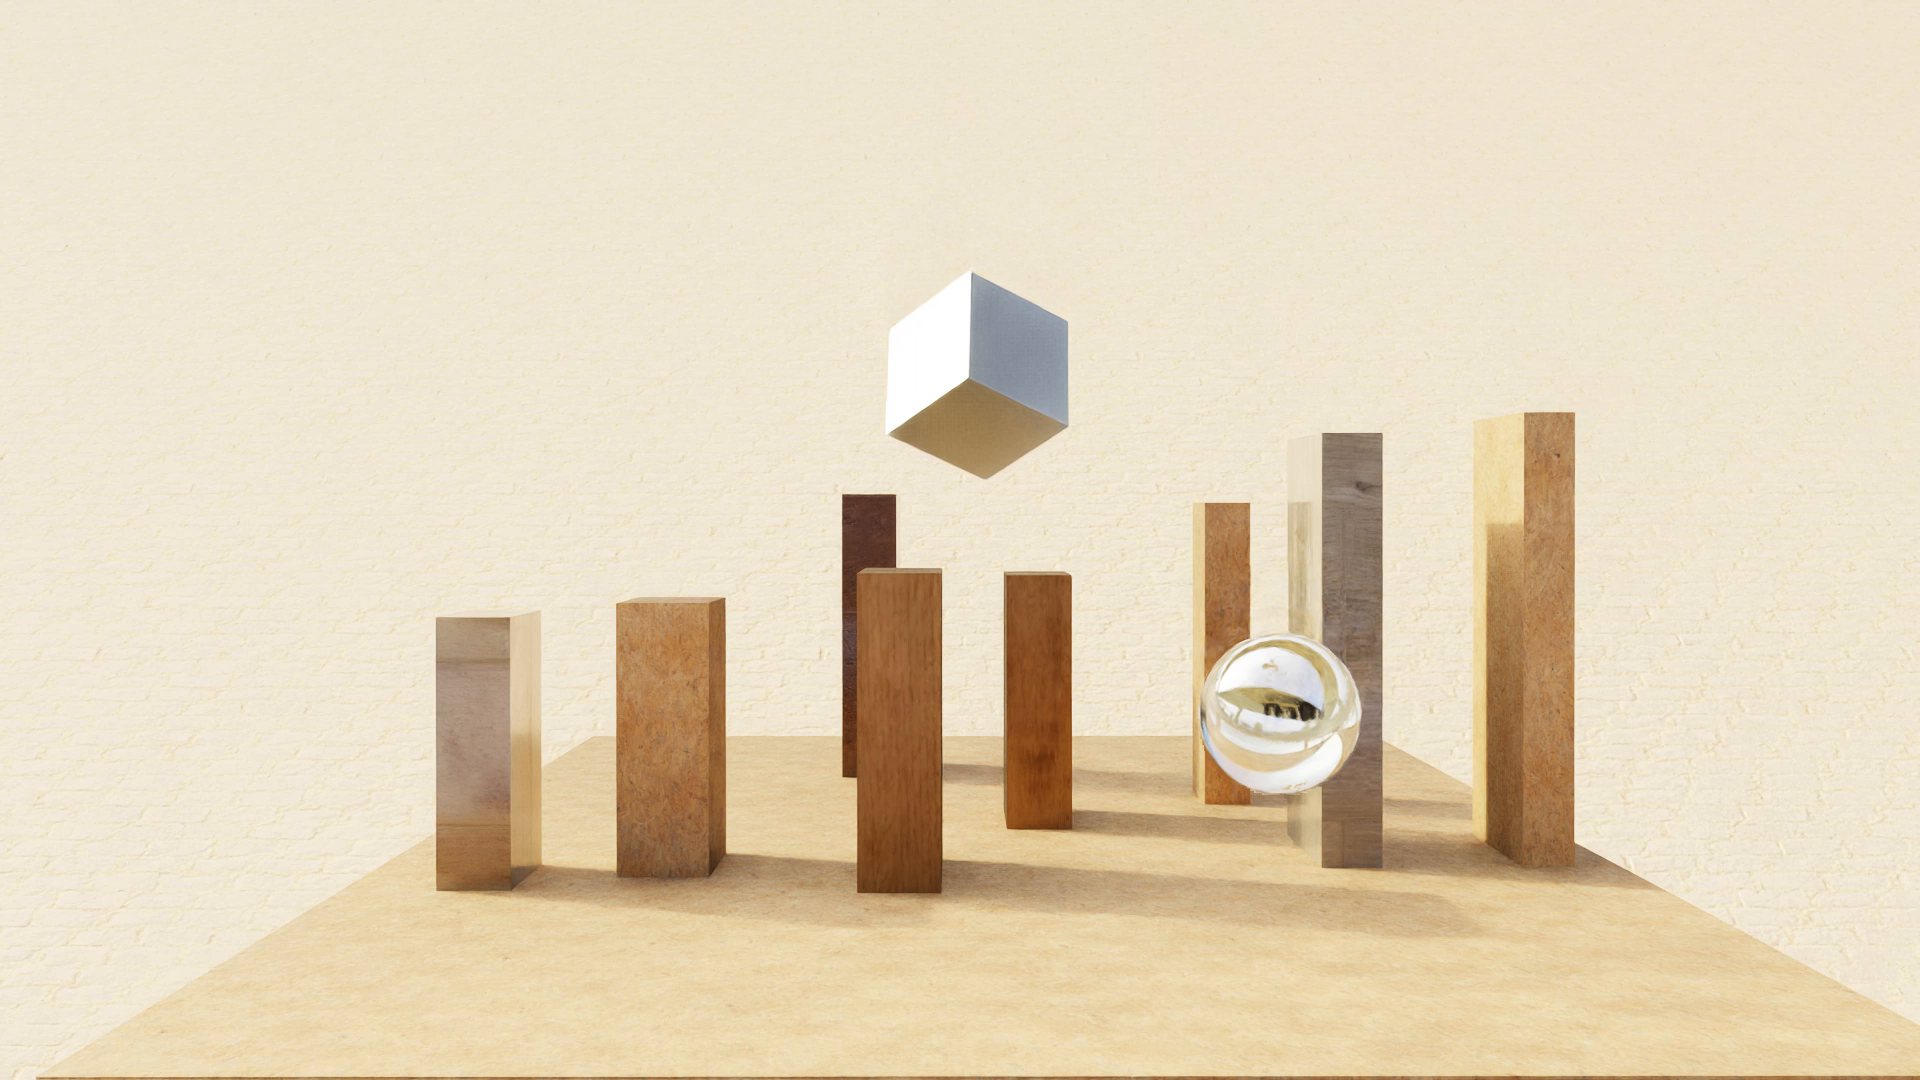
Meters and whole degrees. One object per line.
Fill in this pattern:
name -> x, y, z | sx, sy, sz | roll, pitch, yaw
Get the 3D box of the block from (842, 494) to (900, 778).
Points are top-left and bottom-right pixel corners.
block -> -0.196, 0.205, 5.759 | 0.117, 0.611, 0.374 | 0, 1, 0

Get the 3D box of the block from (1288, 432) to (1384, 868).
block -> 0.629, 0.175, 4.357 | 0.098, 0.698, 0.431 | 0, 1, 0

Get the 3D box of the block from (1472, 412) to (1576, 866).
block -> 0.947, 0.158, 4.359 | 0.083, 0.731, 0.407 | 0, 1, 0

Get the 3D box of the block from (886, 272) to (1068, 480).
block -> 0.016, -0.143, 2.265 | 0.112, 0.112, 0.112 | 24, 52, -32

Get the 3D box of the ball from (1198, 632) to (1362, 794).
ball -> 0.344, 0.186, 2.775 | 0.173, 0.173, 0.173 | 0, 28, 0

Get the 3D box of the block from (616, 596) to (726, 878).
block -> -0.465, 0.312, 4.188 | 0.145, 0.429, 0.295 | 0, 1, 0

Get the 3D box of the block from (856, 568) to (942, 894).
block -> -0.092, 0.288, 4.064 | 0.126, 0.480, 0.386 | 0, 1, 0

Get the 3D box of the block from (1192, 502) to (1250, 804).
block -> 0.523, 0.220, 5.181 | 0.089, 0.590, 0.260 | 0, 1, 0

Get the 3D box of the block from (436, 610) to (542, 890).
block -> -0.735, 0.321, 4.043 | 0.113, 0.413, 0.290 | 0, 1, 0

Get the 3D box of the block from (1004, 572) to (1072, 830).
block -> 0.143, 0.291, 4.819 | 0.118, 0.458, 0.329 | 0, 1, 0

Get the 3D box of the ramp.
ramp -> 0.064, 0.572, 4.614 | 2.000, 0.100, 4.000 | 0, 1, 0
